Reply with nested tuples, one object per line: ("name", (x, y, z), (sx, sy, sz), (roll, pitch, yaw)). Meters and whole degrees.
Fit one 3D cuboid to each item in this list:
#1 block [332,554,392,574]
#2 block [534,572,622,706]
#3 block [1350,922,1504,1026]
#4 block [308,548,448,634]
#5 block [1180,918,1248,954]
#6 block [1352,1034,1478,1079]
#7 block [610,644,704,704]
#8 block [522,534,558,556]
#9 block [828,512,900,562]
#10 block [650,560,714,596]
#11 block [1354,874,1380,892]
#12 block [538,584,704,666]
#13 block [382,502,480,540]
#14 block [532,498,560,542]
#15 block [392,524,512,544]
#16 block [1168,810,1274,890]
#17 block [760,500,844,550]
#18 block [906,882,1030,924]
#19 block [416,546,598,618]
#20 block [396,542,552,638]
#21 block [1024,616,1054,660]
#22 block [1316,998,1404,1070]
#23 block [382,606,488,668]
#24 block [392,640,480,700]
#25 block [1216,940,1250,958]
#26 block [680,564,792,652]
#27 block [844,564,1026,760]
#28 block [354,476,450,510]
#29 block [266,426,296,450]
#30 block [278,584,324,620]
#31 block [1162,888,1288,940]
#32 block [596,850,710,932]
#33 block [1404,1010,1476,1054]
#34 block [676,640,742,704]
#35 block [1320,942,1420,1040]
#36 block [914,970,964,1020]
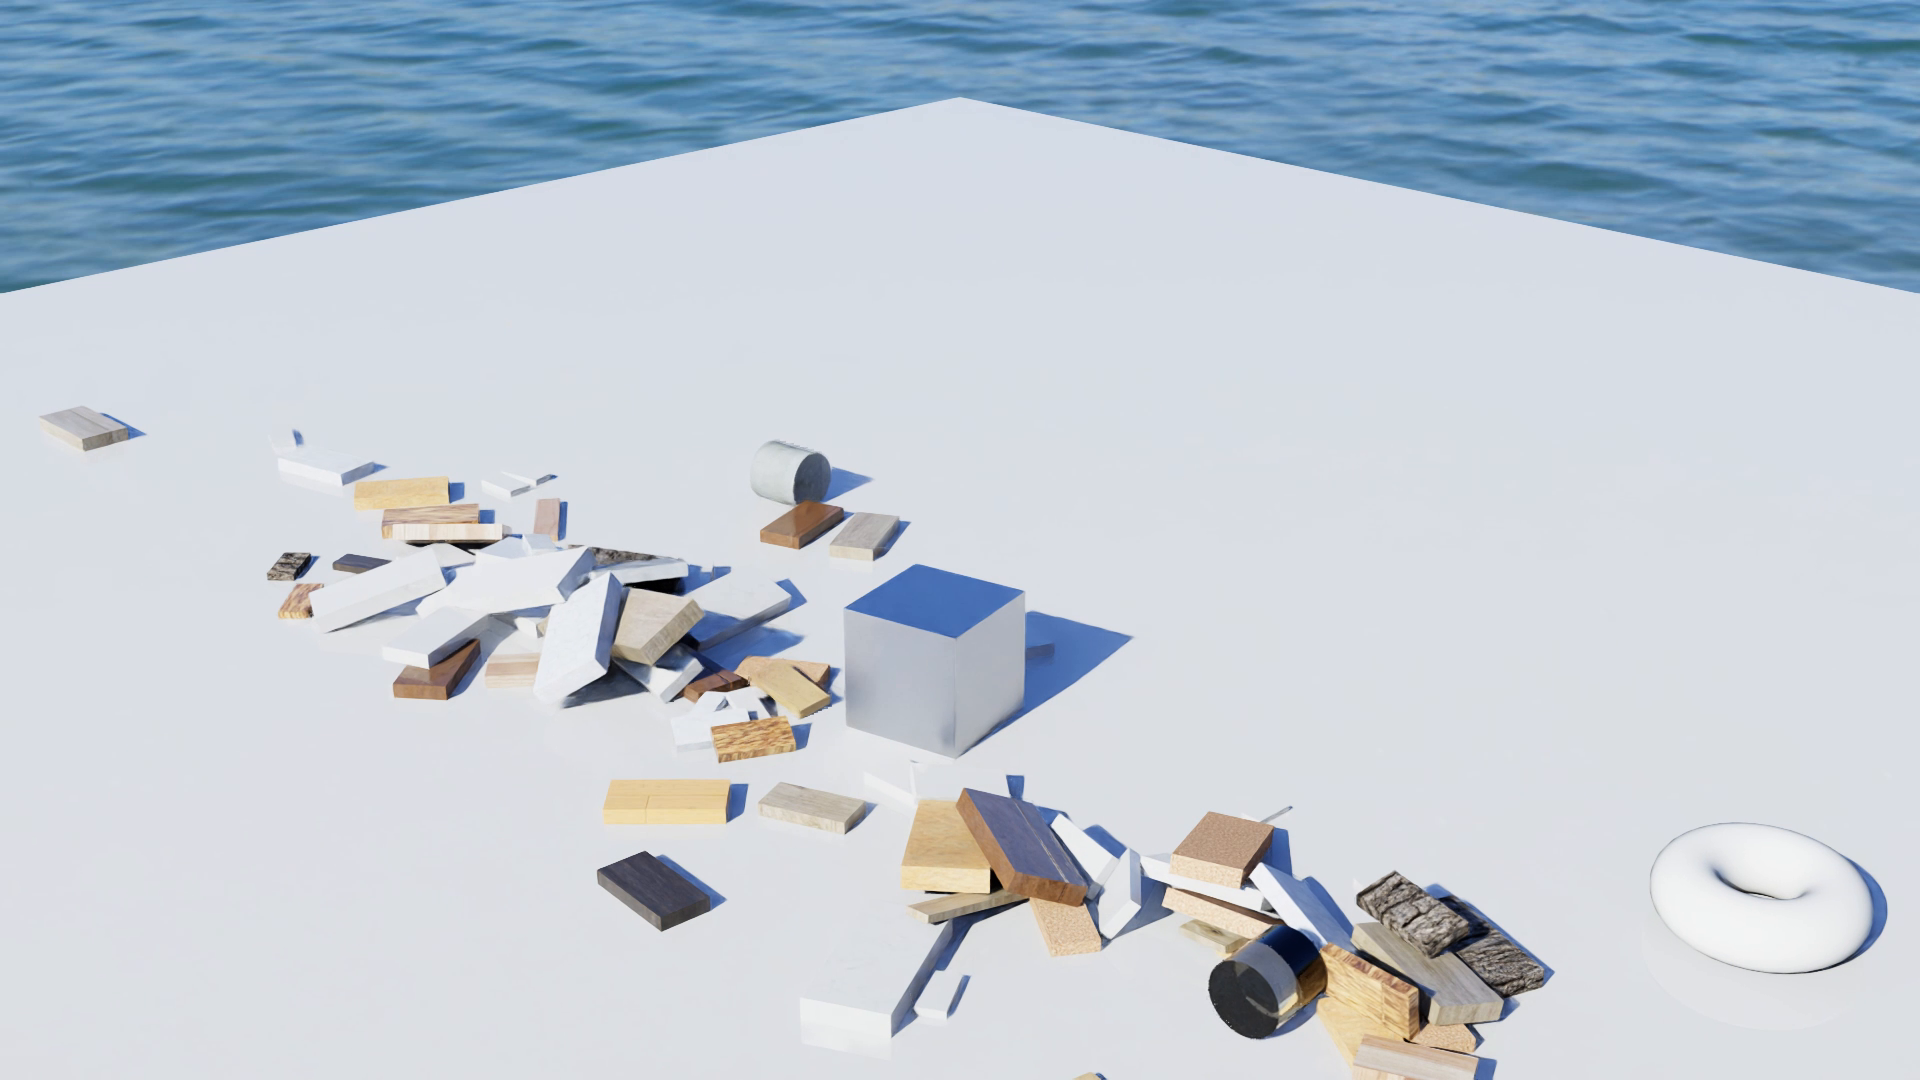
("block", (-1.519, 0.064, 5.587), (0.132, 0.019, 0.066), (8, 24, 19))
("block", (-0.856, 0.219, 4.944), (0.168, 0.048, 0.337), (-29, 30, 16))
("block", (0.816, 0.755, 3.856), (0.134, 0.038, 0.268), (1, 22, -25))
("block", (-1.410, 0.121, 5.323), (0.312, 0.044, 0.156), (-21, 28, -12))
("block", (0.462, 0.719, 4.009), (0.059, 0.017, 0.117), (-18, 21, -36))
("block", (0.747, 0.867, 3.609), (0.189, 0.027, 0.095), (9, 25, 20))
("block", (-0.690, 0.276, 4.984), (0.116, 0.033, 0.232), (-44, 41, -15))
("block", (-1.056, 0.012, 5.528), (0.064, 0.018, 0.129), (1, 17, -21))
("block", (-0.248, -0.010, 5.742), (0.117, 0.033, 0.235), (6, 24, 14))
("block", (-0.688, 0.124, 5.416), (0.143, 0.041, 0.286), (-1, 23, -1))
("block", (0.789, 0.666, 4.174), (0.046, 0.013, 0.093), (-7, 24, -15))
("block", (-0.781, 0.185, 5.027), (0.168, 0.048, 0.493), (-46, 29, -25))
("block", (-1.403, -0.051, 5.836), (0.248, 0.035, 0.124), (-4, 23, -9))
("block", (-1.101, -0.053, 5.863), (0.064, 0.018, 0.262), (-3, 23, -7))
("block", (-1.308, -0.016, 5.674), (0.277, 0.039, 0.139), (0, -4, -1))
("block", (0.503, 0.589, 4.198), (0.134, 0.038, 0.344), (11, 10, 16))
("block", (-0.417, -0.041, 5.815), (0.117, 0.033, 0.235), (11, 25, 25))
("block", (0.026, 0.669, 4.082), (0.287, 0.017, 0.058), (-6, 14, -43))
("block", (-1.078, 0.108, 5.218), (0.449, 0.044, 0.156), (-9, 32, 31))
("block", (-1.167, 0.118, 5.432), (0.584, 0.039, 0.139), (20, 30, 39))
("block", (0.138, 0.224, 5.197), (0.099, 0.028, 0.199), (-9, 25, -20))
("block", (0.705, 0.872, 3.668), (0.101, 0.029, 0.354), (-5, 23, -11))
("block", (-1.214, 0.223, 5.101), (0.122, 0.035, 0.245), (9, 24, 20))
("block", (-1.194, 0.292, 5.027), (0.122, 0.035, 0.245), (3, 23, 6))
("block", (0.525, 0.751, 3.969), (0.059, 0.017, 0.117), (-20, 30, -39))
("block", (-0.565, 0.163, 5.262), (0.143, 0.041, 0.324), (36, 37, 22))
("block", (-0.054, 0.259, 4.788), (0.284, 0.284, 0.284), (14, 27, 29))
("block", (-1.526, -0.128, 6.018), (0.248, 0.035, 0.124), (-4, 23, -10))
("block", (-1.989, -0.301, 6.447), (0.066, 0.019, 0.132), (-9, 25, -21))
("block", (-1.612, 0.149, 5.384), (0.068, 0.019, 0.169), (0, 23, 0))
("block", (0.508, 0.692, 4.008), (0.250, 0.035, 0.125), (16, -2, 34))
("block", (-0.581, 0.662, 4.160), (0.110, 0.031, 0.220), (-18, 29, -37))
("block", (0.793, 0.821, 3.788), (0.101, 0.029, 0.202), (-7, 24, -15))
("block", (-0.629, 0.297, 5.019), (0.116, 0.033, 0.294), (-18, 29, -36))
("block", (0.698, 0.769, 3.751), (0.027, 0.095, 0.189), (-28, 35, -33))
("block", (-0.037, 0.797, 3.860), (0.058, 0.017, 0.117), (6, 24, 13))
